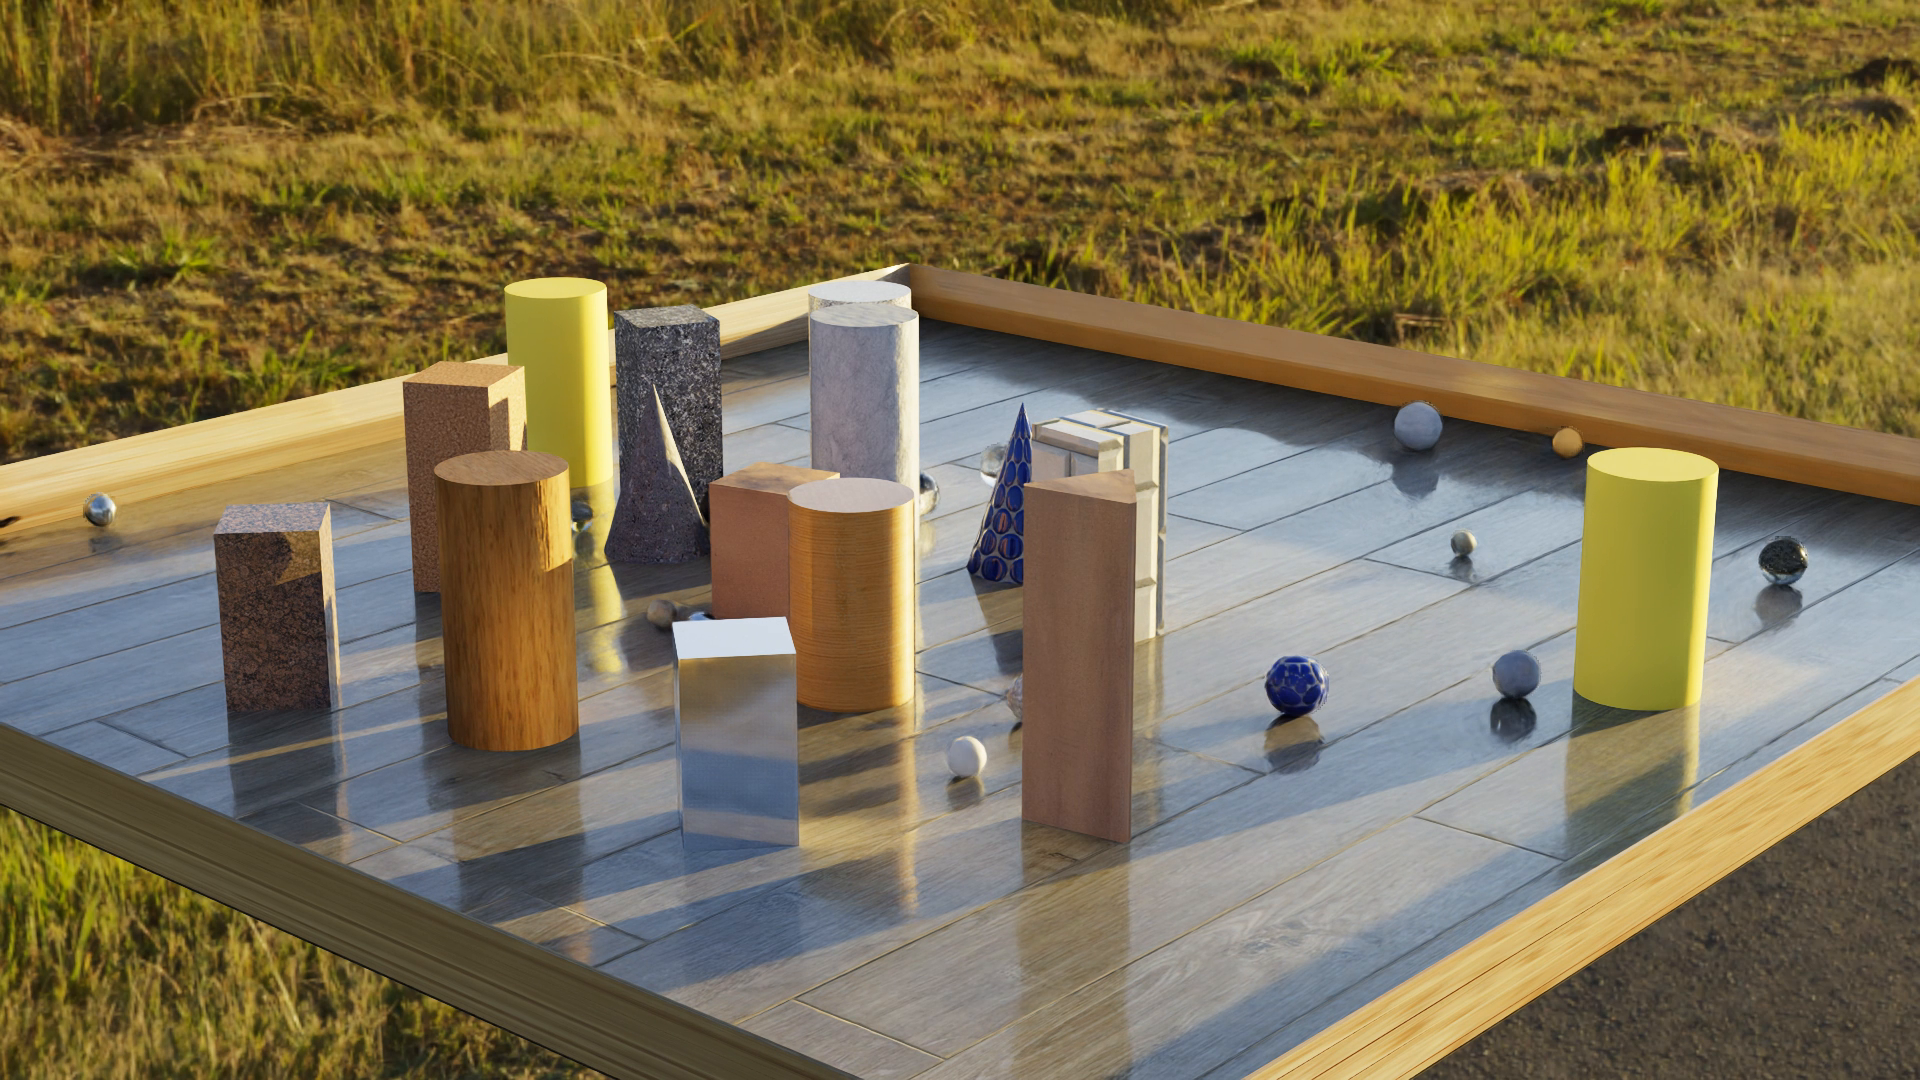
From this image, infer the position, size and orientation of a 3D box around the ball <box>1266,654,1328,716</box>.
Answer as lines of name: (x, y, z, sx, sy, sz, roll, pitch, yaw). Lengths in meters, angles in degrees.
ball: (0.521, 0.225, 4.542, 0.095, 0.095, 0.095, 0, 17, 0)

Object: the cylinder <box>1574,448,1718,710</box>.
cylinder: (1.077, 0.060, 4.612, 0.199, 0.371, 0.199, 0, 17, 0)

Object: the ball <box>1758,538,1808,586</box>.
ball: (1.454, 0.039, 5.183, 0.083, 0.083, 0.083, 0, 17, 0)

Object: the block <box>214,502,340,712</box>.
block: (-1.071, 0.103, 4.610, 0.159, 0.289, 0.159, -2, 17, -6)

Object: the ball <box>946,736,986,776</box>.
ball: (0.009, 0.317, 4.299, 0.059, 0.059, 0.059, 0, 17, 0)

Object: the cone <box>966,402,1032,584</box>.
cone: (0.111, -0.099, 5.250, 0.199, 0.309, 0.199, 0, 17, 0)

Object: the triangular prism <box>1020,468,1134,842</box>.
triangular prism: (0.199, 0.153, 4.097, 0.172, 0.489, 0.149, 10, 20, 31)

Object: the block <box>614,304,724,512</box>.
block: (-0.559, -0.249, 5.635, 0.159, 0.372, 0.159, -7, 18, -23)

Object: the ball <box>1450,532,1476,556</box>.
ball: (0.919, 0.007, 5.353, 0.046, 0.046, 0.046, 0, 17, 0)

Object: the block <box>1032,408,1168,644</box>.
block: (0.231, -0.017, 4.886, 0.159, 0.361, 0.159, -14, 22, -39)

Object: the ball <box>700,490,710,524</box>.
ball: (-0.448, -0.063, 5.524, 0.081, 0.081, 0.081, 0, 17, 0)

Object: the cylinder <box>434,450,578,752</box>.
cylinder: (-0.684, 0.090, 4.437, 0.199, 0.415, 0.199, 0, 17, 0)

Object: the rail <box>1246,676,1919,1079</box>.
rail: (1.186, 0.329, 4.133, 0.045, 0.129, 3.288, 14, 22, 39)

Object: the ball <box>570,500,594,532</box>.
ball: (-0.717, -0.044, 5.499, 0.059, 0.059, 0.059, 0, 17, 0)

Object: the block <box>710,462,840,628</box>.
block: (-0.312, 0.015, 4.974, 0.159, 0.249, 0.159, 9, 19, 27)

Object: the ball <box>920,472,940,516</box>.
ball: (-0.081, -0.087, 5.595, 0.086, 0.086, 0.086, 0, 17, 0)

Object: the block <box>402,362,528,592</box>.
block: (-0.864, -0.109, 5.161, 0.159, 0.378, 0.159, 4, 17, 14)

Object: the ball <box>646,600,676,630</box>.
ball: (-0.503, 0.126, 4.951, 0.050, 0.050, 0.050, 0, 17, 0)

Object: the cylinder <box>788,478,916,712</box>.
cylinder: (-0.170, 0.085, 4.610, 0.199, 0.325, 0.199, 0, 17, 0)

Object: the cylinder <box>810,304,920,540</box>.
cylinder: (-0.175, -0.210, 5.424, 0.199, 0.421, 0.199, 0, 17, 0)

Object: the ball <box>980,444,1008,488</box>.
ball: (0.084, -0.142, 5.770, 0.090, 0.090, 0.090, 0, 17, 0)

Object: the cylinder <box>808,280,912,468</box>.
cylinder: (-0.194, -0.289, 5.719, 0.199, 0.401, 0.199, 0, 17, 0)

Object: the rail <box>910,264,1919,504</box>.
rail: (1.062, -0.320, 6.291, 3.190, 0.129, 0.045, 14, 22, 39)

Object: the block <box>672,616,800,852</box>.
block: (-0.312, 0.269, 4.075, 0.159, 0.281, 0.159, -2, 17, -8)

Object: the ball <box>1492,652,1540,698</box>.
ball: (0.876, 0.213, 4.621, 0.074, 0.074, 0.074, 0, 17, 0)

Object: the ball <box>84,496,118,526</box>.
ball: (-1.622, -0.055, 5.536, 0.059, 0.059, 0.059, 0, 17, 0)

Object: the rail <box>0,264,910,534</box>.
rail: (-1.186, -0.265, 6.106, 0.045, 0.129, 3.288, 14, 22, 39)

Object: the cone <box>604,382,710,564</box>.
cone: (-0.556, -0.135, 5.356, 0.199, 0.316, 0.199, 0, 17, 0)

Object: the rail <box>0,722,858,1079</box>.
rail: (-1.062, 0.385, 3.948, 3.190, 0.129, 0.045, 14, 22, 39)

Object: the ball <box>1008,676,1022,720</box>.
ball: (0.111, 0.243, 4.517, 0.076, 0.076, 0.076, 0, 17, 0)

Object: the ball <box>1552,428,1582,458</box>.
ball: (1.244, -0.197, 6.003, 0.062, 0.062, 0.062, 0, 17, 0)

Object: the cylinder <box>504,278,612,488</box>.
cylinder: (-0.797, -0.313, 5.830, 0.199, 0.384, 0.199, 0, 17, 0)

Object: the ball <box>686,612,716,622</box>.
ball: (-0.428, 0.148, 4.862, 0.058, 0.058, 0.058, 0, 17, 0)

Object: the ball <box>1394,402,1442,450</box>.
ball: (0.946, -0.234, 6.060, 0.099, 0.099, 0.099, 0, 17, 0)
